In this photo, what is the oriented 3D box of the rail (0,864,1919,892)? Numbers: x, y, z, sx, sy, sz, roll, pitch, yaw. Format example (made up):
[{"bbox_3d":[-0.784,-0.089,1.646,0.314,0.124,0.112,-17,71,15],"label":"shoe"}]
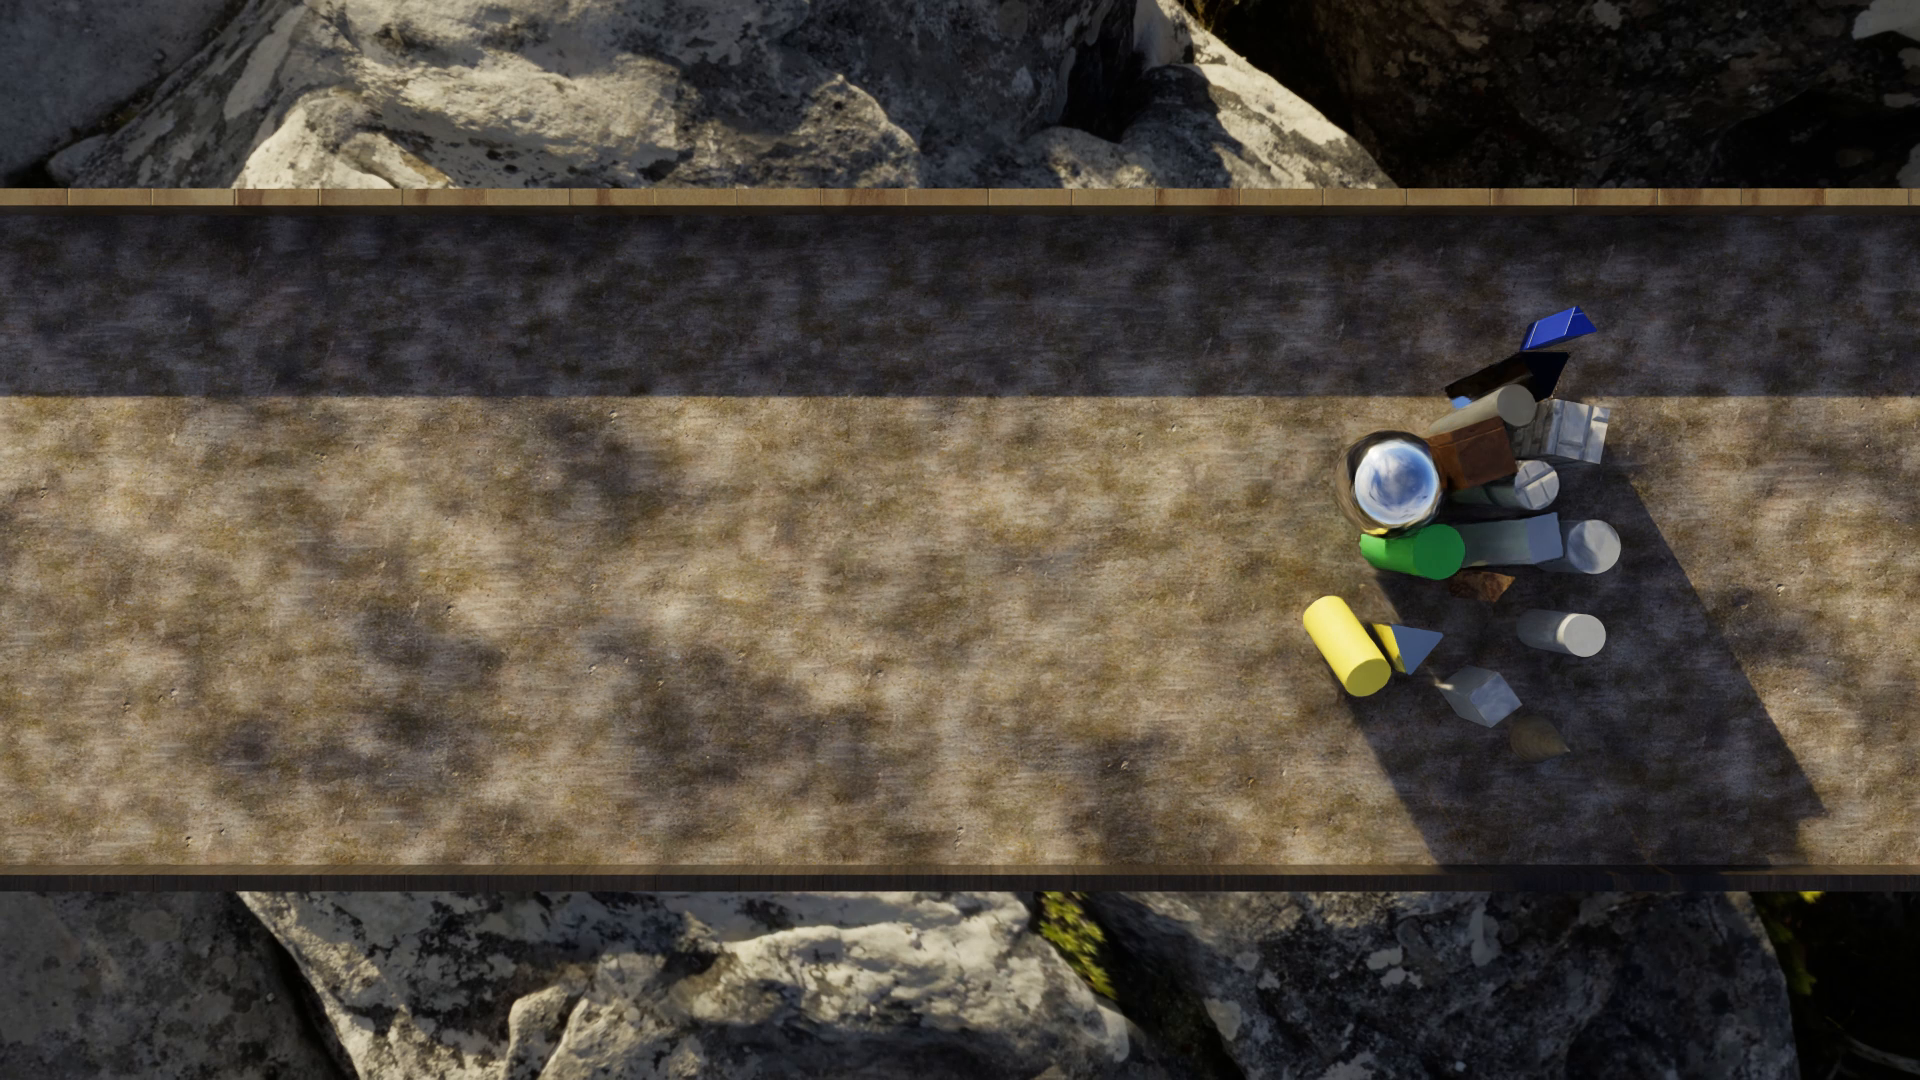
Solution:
[{"bbox_3d":[-2.247,1.025,5.001,12.000,0.150,0.050,0,90,0],"label":"rail"}]

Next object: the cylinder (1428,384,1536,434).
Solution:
[{"bbox_3d":[1.532,-0.347,4.860,0.122,0.417,0.122,2,80,-11],"label":"cylinder"}]

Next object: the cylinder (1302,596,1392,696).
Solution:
[{"bbox_3d":[1.150,0.314,4.914,0.144,0.301,0.144,-9,127,-12],"label":"cylinder"}]

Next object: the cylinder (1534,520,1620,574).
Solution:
[{"bbox_3d":[1.821,0.019,4.909,0.156,0.335,0.156,0,90,0],"label":"cylinder"}]

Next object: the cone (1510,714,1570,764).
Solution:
[{"bbox_3d":[1.767,0.612,4.926,0.151,0.302,0.151,0,90,0],"label":"cone"}]

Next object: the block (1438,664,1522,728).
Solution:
[{"bbox_3d":[1.548,0.464,4.924,0.114,0.305,0.114,-36,90,0],"label":"block"}]

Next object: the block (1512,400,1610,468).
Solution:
[{"bbox_3d":[1.783,-0.313,4.916,0.159,0.320,0.159,11,90,0],"label":"block"}]

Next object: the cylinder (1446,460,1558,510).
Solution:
[{"bbox_3d":[1.589,-0.166,4.863,0.139,0.408,0.139,-1,93,-12],"label":"cylinder"}]

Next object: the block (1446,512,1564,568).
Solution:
[{"bbox_3d":[1.584,0.004,4.880,0.129,0.372,0.129,-11,92,-28],"label":"block"}]

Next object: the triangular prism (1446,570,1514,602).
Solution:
[{"bbox_3d":[1.517,0.116,4.880,0.079,0.394,0.091,42,90,0],"label":"triangular prism"}]

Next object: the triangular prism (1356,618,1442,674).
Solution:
[{"bbox_3d":[1.264,0.282,4.860,0.129,0.432,0.149,40,90,0],"label":"triangular prism"}]

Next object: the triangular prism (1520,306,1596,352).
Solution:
[{"bbox_3d":[1.761,-0.627,4.884,0.091,0.385,0.079,-9,90,0],"label":"triangular prism"}]

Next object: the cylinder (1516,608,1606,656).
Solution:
[{"bbox_3d":[1.772,0.272,4.878,0.120,0.396,0.120,0,90,0],"label":"cylinder"}]

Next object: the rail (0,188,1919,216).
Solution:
[{"bbox_3d":[-2.247,-1.025,5.002,12.000,0.150,0.050,0,90,0],"label":"rail"}]

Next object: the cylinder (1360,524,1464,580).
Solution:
[{"bbox_3d":[1.333,0.022,4.879,0.159,0.373,0.159,-1,94,-9],"label":"cylinder"}]

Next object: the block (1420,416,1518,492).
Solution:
[{"bbox_3d":[1.417,-0.230,4.838,0.166,0.449,0.166,-18,90,-14],"label":"block"}]

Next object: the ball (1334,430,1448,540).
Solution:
[{"bbox_3d":[1.222,-0.157,4.682,0.314,0.314,0.314,0,90,0],"label":"ball"}]

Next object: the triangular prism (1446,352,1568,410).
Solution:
[{"bbox_3d":[1.620,-0.464,4.852,0.129,0.430,0.149,-31,89,-15],"label":"triangular prism"}]
